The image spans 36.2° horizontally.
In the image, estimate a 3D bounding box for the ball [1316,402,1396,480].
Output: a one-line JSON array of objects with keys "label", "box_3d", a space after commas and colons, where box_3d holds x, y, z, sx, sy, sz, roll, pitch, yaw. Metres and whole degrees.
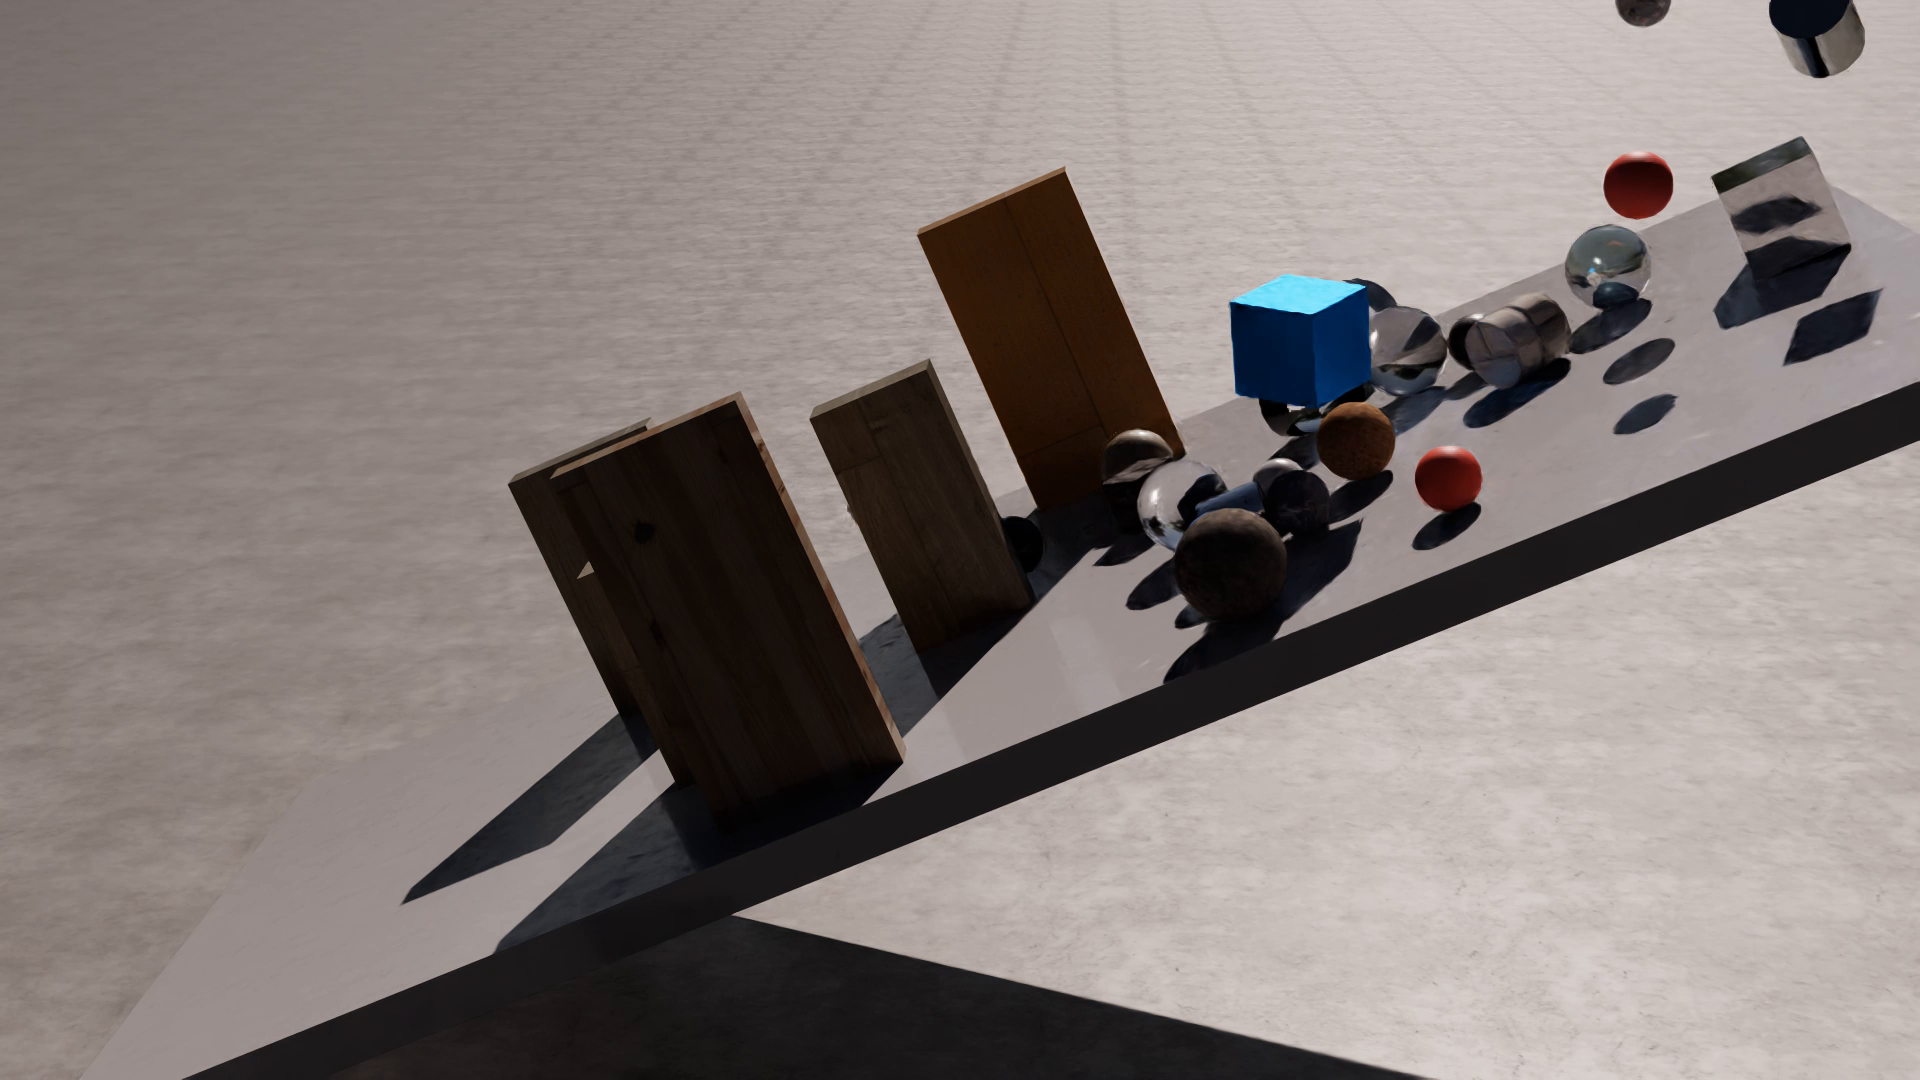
[{"label": "ball", "box_3d": [0.803, -0.201, 5.966, 0.159, 0.159, 0.159, 0, 15, 0]}]

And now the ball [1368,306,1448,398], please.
[{"label": "ball", "box_3d": [0.966, -0.412, 6.433, 0.200, 0.200, 0.200, 0, 15, 0]}]

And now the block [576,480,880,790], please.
[{"label": "block", "box_3d": [-0.463, 0.194, 5.945, 0.439, 0.484, 0.127, -22, 13, 8]}]

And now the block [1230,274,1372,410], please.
[{"label": "block", "box_3d": [0.680, -0.397, 5.861, 0.195, 0.195, 0.195, 13, 29, 39]}]

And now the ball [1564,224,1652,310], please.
[{"label": "ball", "box_3d": [1.408, -0.592, 6.388, 0.185, 0.185, 0.185, 0, 15, 0]}]

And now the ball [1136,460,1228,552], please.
[{"label": "ball", "box_3d": [0.456, -0.069, 5.995, 0.191, 0.191, 0.191, 0, 15, 0]}]

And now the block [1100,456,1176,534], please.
[{"label": "block", "box_3d": [0.406, -0.096, 6.357, 0.121, 0.121, 0.121, -32, 15, -31]}]

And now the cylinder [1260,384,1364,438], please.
[{"label": "cylinder", "box_3d": [0.776, -0.318, 6.486, 0.164, 0.164, 0.164, -13, 2, -40]}]

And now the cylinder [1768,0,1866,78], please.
[{"label": "cylinder", "box_3d": [1.755, -1.056, 6.019, 0.160, 0.160, 0.160, 10, -16, 32]}]

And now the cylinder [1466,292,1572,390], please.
[{"label": "cylinder", "box_3d": [1.174, -0.420, 6.186, 0.156, 0.156, 0.156, -31, 29, -27]}]

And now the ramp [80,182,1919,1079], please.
[{"label": "ramp", "box_3d": [0.131, 0.171, 6.285, 4.000, 0.100, 2.000, -22, 13, 8]}]

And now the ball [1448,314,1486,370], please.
[{"label": "ball", "box_3d": [1.123, -0.431, 6.397, 0.123, 0.123, 0.123, 0, 15, 0]}]

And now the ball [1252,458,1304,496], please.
[{"label": "ball", "box_3d": [0.650, -0.108, 5.967, 0.117, 0.117, 0.117, 0, 15, 0]}]

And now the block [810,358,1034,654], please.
[{"label": "block", "box_3d": [-0.077, -0.070, 6.158, 0.265, 0.550, 0.116, -22, 13, 8]}]

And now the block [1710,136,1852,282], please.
[{"label": "block", "box_3d": [1.719, -0.696, 6.168, 0.205, 0.205, 0.205, -24, 12, 16]}]

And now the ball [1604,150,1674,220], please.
[{"label": "ball", "box_3d": [1.429, -0.747, 6.193, 0.144, 0.144, 0.144, 0, 15, 0]}]

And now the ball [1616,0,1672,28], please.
[{"label": "ball", "box_3d": [1.431, -1.131, 6.163, 0.115, 0.115, 0.115, 0, 15, 0]}]

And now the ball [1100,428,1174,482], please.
[{"label": "ball", "box_3d": [0.396, -0.163, 6.543, 0.168, 0.168, 0.168, 0, 15, 0]}]

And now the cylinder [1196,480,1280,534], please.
[{"label": "cylinder", "box_3d": [0.550, -0.036, 5.828, 0.129, 0.129, 0.129, -22, 12, 11]}]

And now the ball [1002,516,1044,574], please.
[{"label": "ball", "box_3d": [0.117, 0.014, 6.417, 0.132, 0.132, 0.132, 0, 15, 0]}]

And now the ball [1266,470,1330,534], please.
[{"label": "ball", "box_3d": [0.665, -0.075, 5.781, 0.126, 0.126, 0.126, 0, 15, 0]}]

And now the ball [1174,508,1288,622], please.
[{"label": "ball", "box_3d": [0.498, 0.046, 5.406, 0.209, 0.209, 0.209, 0, 15, 0]}]

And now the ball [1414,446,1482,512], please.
[{"label": "ball", "box_3d": [0.913, -0.115, 5.494, 0.124, 0.124, 0.124, 0, 15, 0]}]

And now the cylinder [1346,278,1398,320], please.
[{"label": "cylinder", "box_3d": [0.908, -0.485, 6.849, 0.196, 0.196, 0.196, 6, 24, 21]}]

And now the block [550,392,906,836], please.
[{"label": "block", "box_3d": [-0.426, 0.142, 5.473, 0.375, 0.752, 0.083, -22, 13, 8]}]

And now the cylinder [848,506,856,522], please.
[{"label": "cylinder", "box_3d": [-0.116, -0.042, 6.596, 0.197, 0.197, 0.197, -34, -11, -7]}]

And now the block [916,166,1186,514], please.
[{"label": "block", "box_3d": [0.216, -0.463, 6.844, 0.371, 0.715, 0.098, -22, 13, 8]}]

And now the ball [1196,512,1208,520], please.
[{"label": "ball", "box_3d": [0.500, 0.014, 5.688, 0.141, 0.141, 0.141, 0, 15, 0]}]

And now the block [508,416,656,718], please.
[{"label": "block", "box_3d": [-0.739, 0.064, 6.715, 0.346, 0.601, 0.094, -22, 13, 8]}]
